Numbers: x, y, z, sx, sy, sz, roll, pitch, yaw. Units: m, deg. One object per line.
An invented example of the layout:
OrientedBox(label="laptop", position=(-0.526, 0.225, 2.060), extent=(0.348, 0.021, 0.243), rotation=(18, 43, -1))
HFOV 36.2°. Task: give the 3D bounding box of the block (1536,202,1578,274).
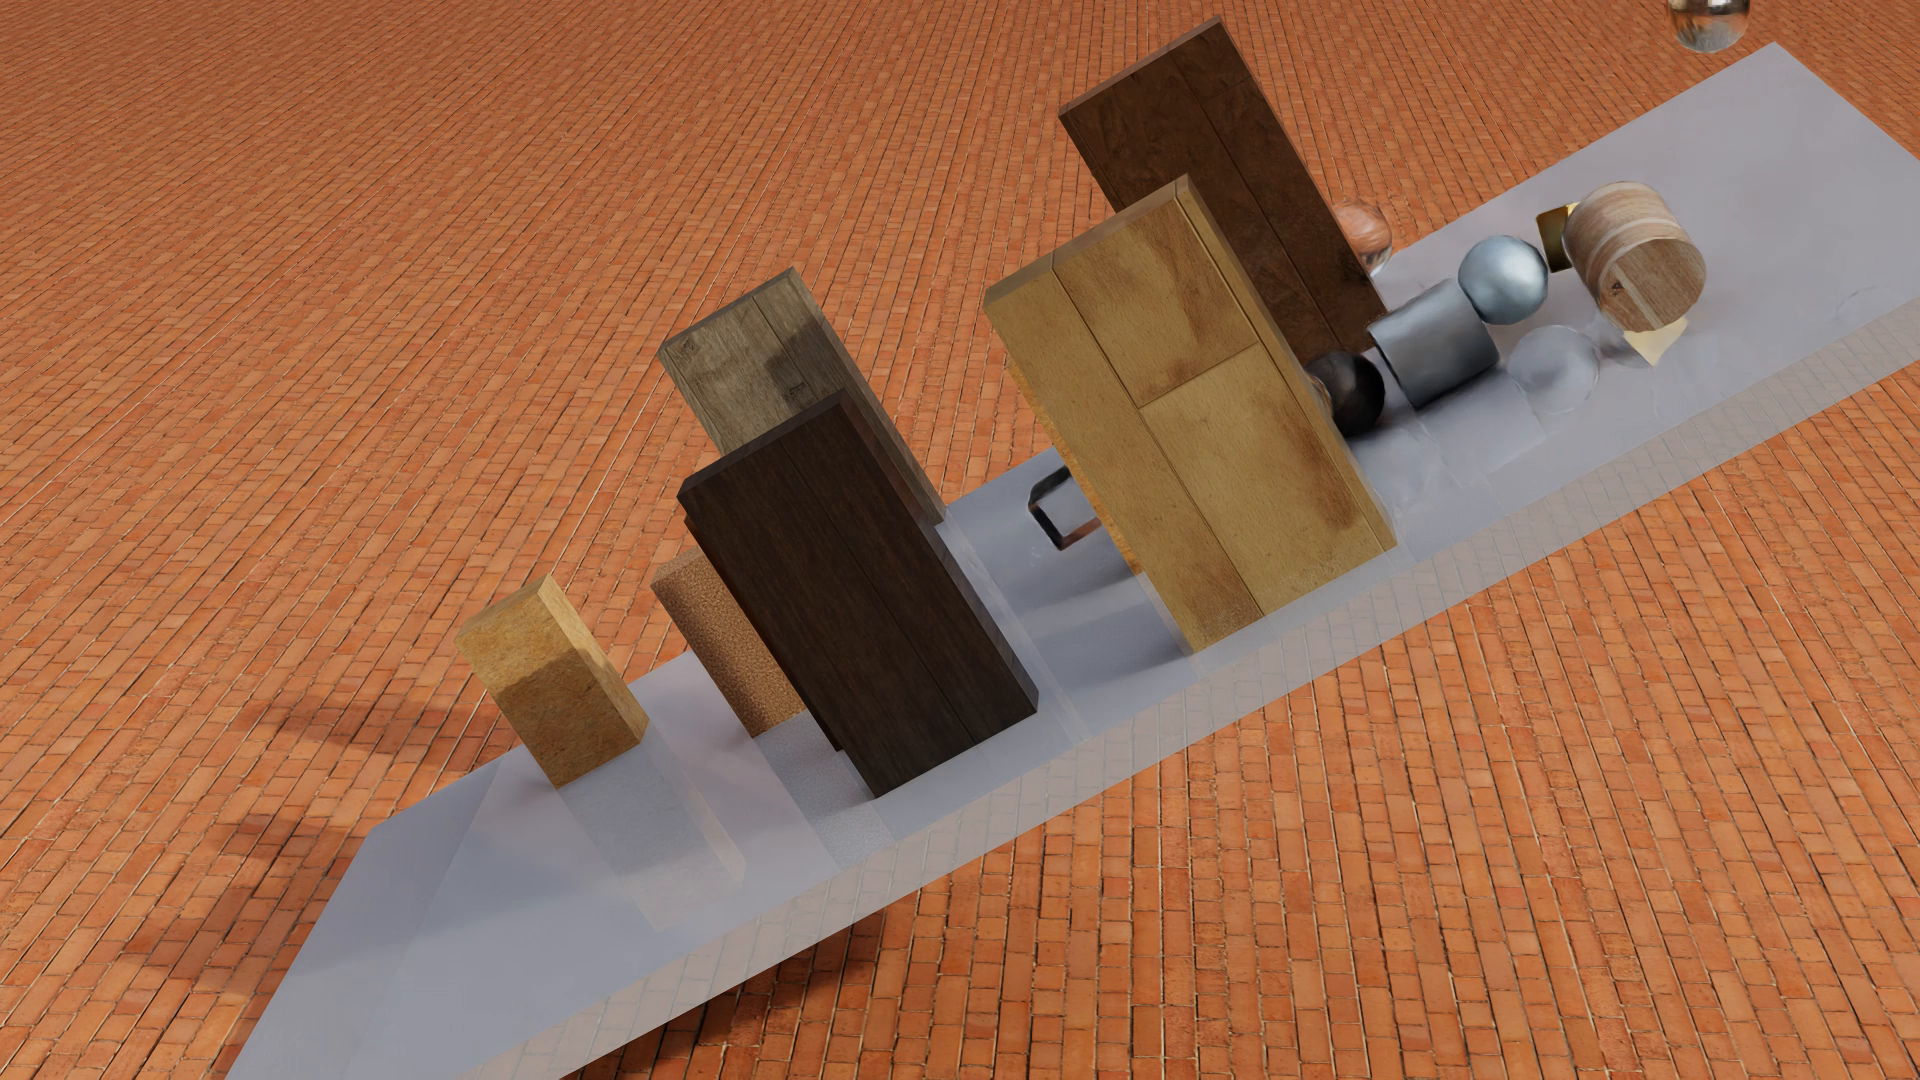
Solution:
OrientedBox(label="block", position=(1.250, -0.615, 5.895), extent=(0.121, 0.121, 0.121), rotation=(-16, 1, -19))

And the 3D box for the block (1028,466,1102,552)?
OrientedBox(label="block", position=(0.238, -0.078, 6.415), extent=(0.124, 0.124, 0.124), rotation=(-32, 16, 18))

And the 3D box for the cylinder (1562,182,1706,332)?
OrientedBox(label="cylinder", position=(1.251, -0.527, 5.464), extent=(0.203, 0.203, 0.203), rotation=(-4, 38, -10))

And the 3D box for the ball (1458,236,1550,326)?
OrientedBox(label="ball", position=(1.096, -0.524, 5.935), extent=(0.182, 0.182, 0.182), rotation=(0, 19, 0))

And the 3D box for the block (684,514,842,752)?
OrientedBox(label="block", position=(-0.279, 0.117, 5.974), extent=(0.287, 0.579, 0.087), rotation=(-29, 15, 13))

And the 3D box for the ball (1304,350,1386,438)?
OrientedBox(label="ball", position=(0.768, -0.295, 5.941), extent=(0.181, 0.181, 0.181), rotation=(0, 19, 0))

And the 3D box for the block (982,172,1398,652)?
OrientedBox(label="block", position=(0.417, -0.222, 5.296), extent=(0.418, 0.753, 0.141), rotation=(-29, 15, 13))

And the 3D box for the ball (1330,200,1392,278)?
OrientedBox(label="ball", position=(0.919, -0.700, 6.913), extent=(0.195, 0.195, 0.195), rotation=(0, 19, 0))

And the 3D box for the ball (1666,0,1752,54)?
OrientedBox(label="ball", position=(1.471, -1.040, 5.784), extent=(0.163, 0.163, 0.163), rotation=(0, 19, 0))

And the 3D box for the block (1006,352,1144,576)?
OrientedBox(label="block", position=(0.380, -0.243, 5.920), extent=(0.361, 0.508, 0.133), rotation=(-29, 15, 13))

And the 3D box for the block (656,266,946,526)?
OrientedBox(label="block", position=(-0.382, -0.263, 7.155), extent=(0.380, 0.710, 0.103), rotation=(-29, 15, 13))

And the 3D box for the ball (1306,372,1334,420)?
OrientedBox(label="ball", position=(0.655, -0.254, 5.815), extent=(0.166, 0.166, 0.166), rotation=(0, 19, 0))

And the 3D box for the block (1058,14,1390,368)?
OrientedBox(label="block", position=(0.588, -0.697, 6.411), extent=(0.399, 0.788, 0.105), rotation=(-29, 15, 13))

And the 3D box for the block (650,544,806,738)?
OrientedBox(label="block", position=(-0.423, 0.172, 6.422), extent=(0.320, 0.414, 0.118), rotation=(-29, 15, 13))

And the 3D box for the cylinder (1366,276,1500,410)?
OrientedBox(label="cylinder", position=(0.944, -0.392, 5.867), extent=(0.194, 0.194, 0.194), rotation=(-31, 19, 6))

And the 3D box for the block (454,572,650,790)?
OrientedBox(label="block", position=(-0.965, 0.334, 6.966), extent=(0.240, 0.436, 0.145), rotation=(-29, 15, 13))

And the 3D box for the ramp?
OrientedBox(label="ramp", position=(0.141, 0.168, 6.288), extent=(4.000, 0.100, 2.000), rotation=(-29, 15, 13))

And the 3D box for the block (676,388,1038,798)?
OrientedBox(label="block", position=(-0.188, 0.105, 5.570), extent=(0.360, 0.707, 0.106), rotation=(-29, 15, 13))
